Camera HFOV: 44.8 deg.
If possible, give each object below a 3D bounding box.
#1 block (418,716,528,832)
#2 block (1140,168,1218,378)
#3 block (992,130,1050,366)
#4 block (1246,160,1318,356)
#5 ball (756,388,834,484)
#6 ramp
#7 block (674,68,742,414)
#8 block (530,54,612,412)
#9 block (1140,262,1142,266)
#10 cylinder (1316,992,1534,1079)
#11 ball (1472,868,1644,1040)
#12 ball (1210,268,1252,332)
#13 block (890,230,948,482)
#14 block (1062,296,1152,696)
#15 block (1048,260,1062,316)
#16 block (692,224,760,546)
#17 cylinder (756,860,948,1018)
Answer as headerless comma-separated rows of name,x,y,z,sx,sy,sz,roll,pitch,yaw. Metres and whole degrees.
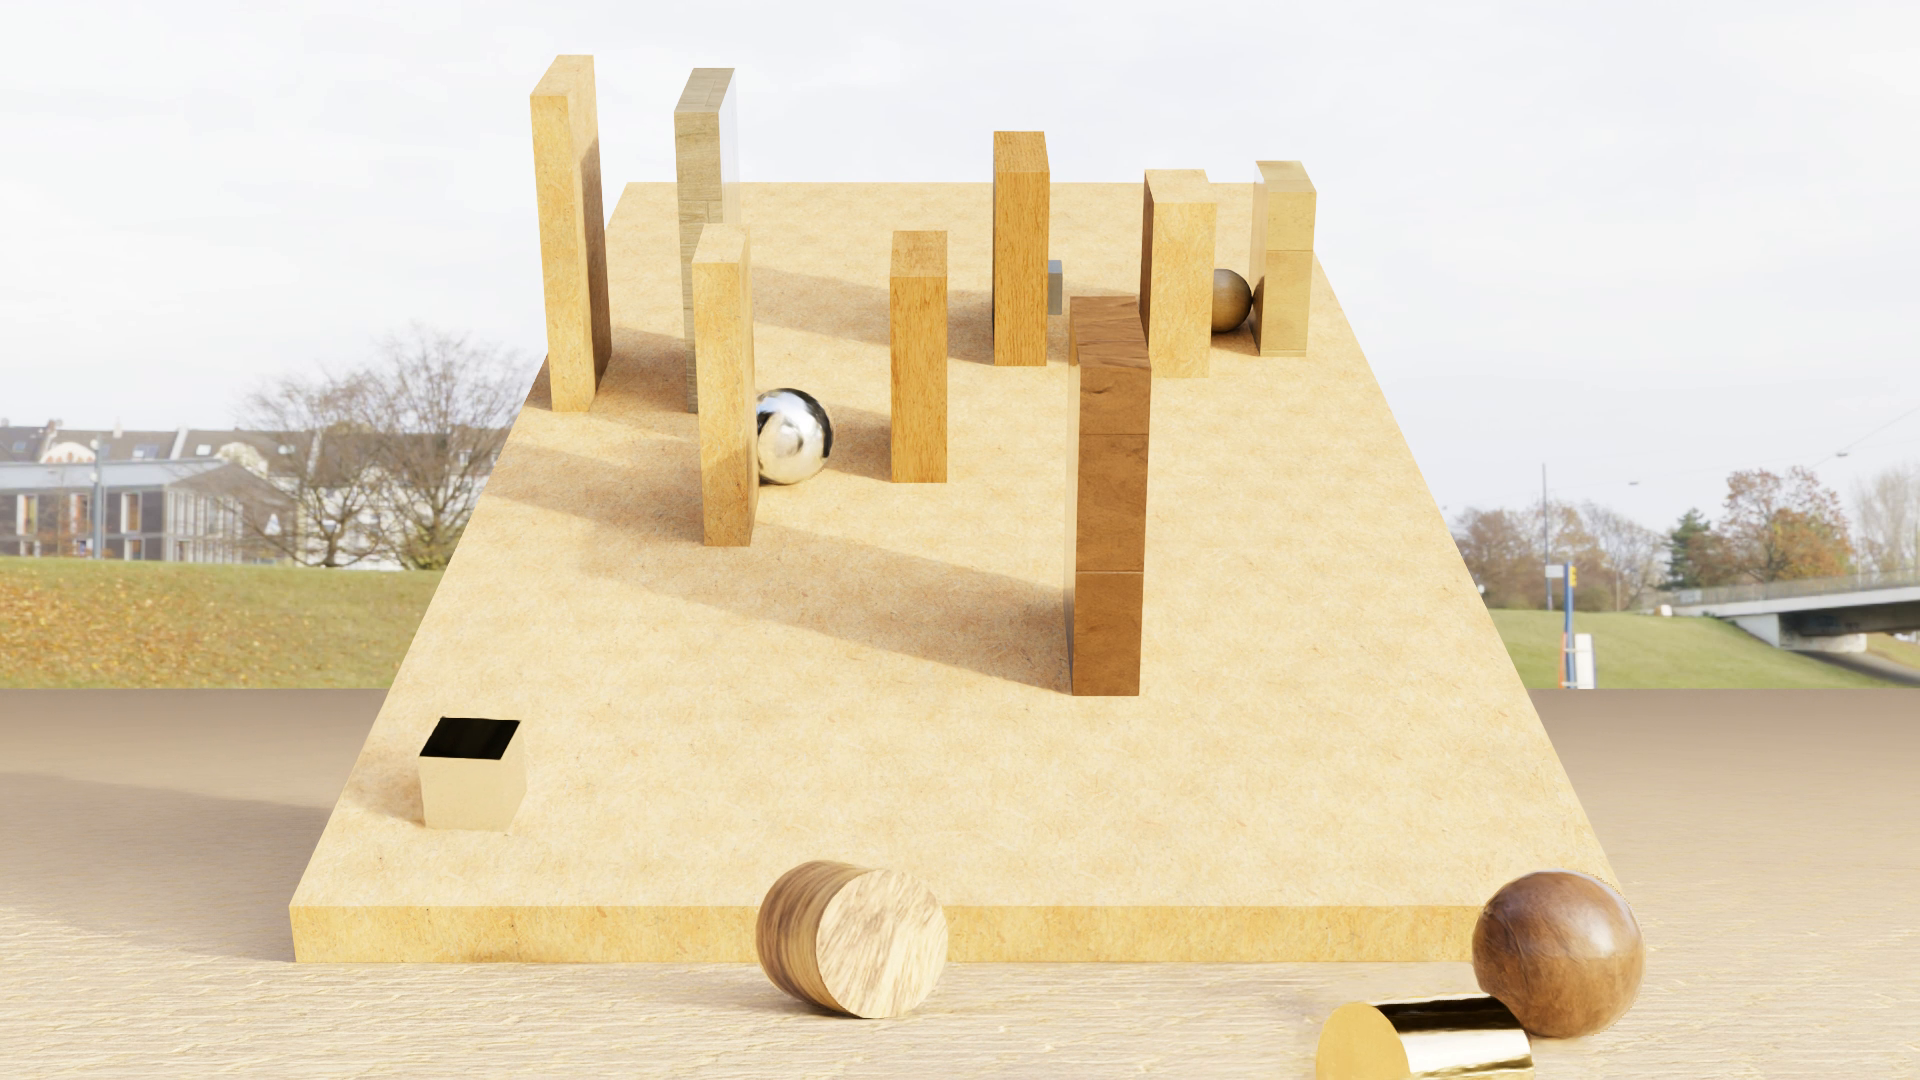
block,-0.772,0.372,3.699,0.130,0.130,0.130,2,24,4
block,0.520,-0.643,5.598,0.145,0.429,0.295,0,24,0
block,0.146,-0.717,5.699,0.126,0.480,0.386,0,24,0
block,0.789,-0.695,5.735,0.113,0.413,0.290,0,24,0
ball,-0.368,-0.221,4.932,0.203,0.203,0.203,0,-3,0
ramp,-0.008,-0.228,5.319,2.000,0.100,4.000,0,24,0
block,-0.573,-0.696,5.383,0.098,0.698,0.431,0,24,0
block,-0.892,-0.711,5.374,0.083,0.731,0.407,0,24,0
block,0.550,-0.658,5.975,0.148,0.148,0.148,7,25,15
cylinder,0.419,0.482,2.105,0.138,0.138,0.138,2,-4,-28
ball,0.710,0.491,2.771,0.200,0.200,0.200,0,-3,0
ball,0.652,-0.601,5.834,0.159,0.159,0.159,0,-3,0
block,-0.086,-0.398,5.014,0.118,0.458,0.329,0,24,0
block,0.255,-0.081,4.126,0.117,0.611,0.374,0,24,0
block,0.206,-0.651,6.002,0.112,0.112,0.112,0,24,0
block,-0.465,-0.309,4.655,0.089,0.590,0.260,0,24,0
cylinder,-0.141,0.513,3.011,0.186,0.186,0.186,2,-4,-29
